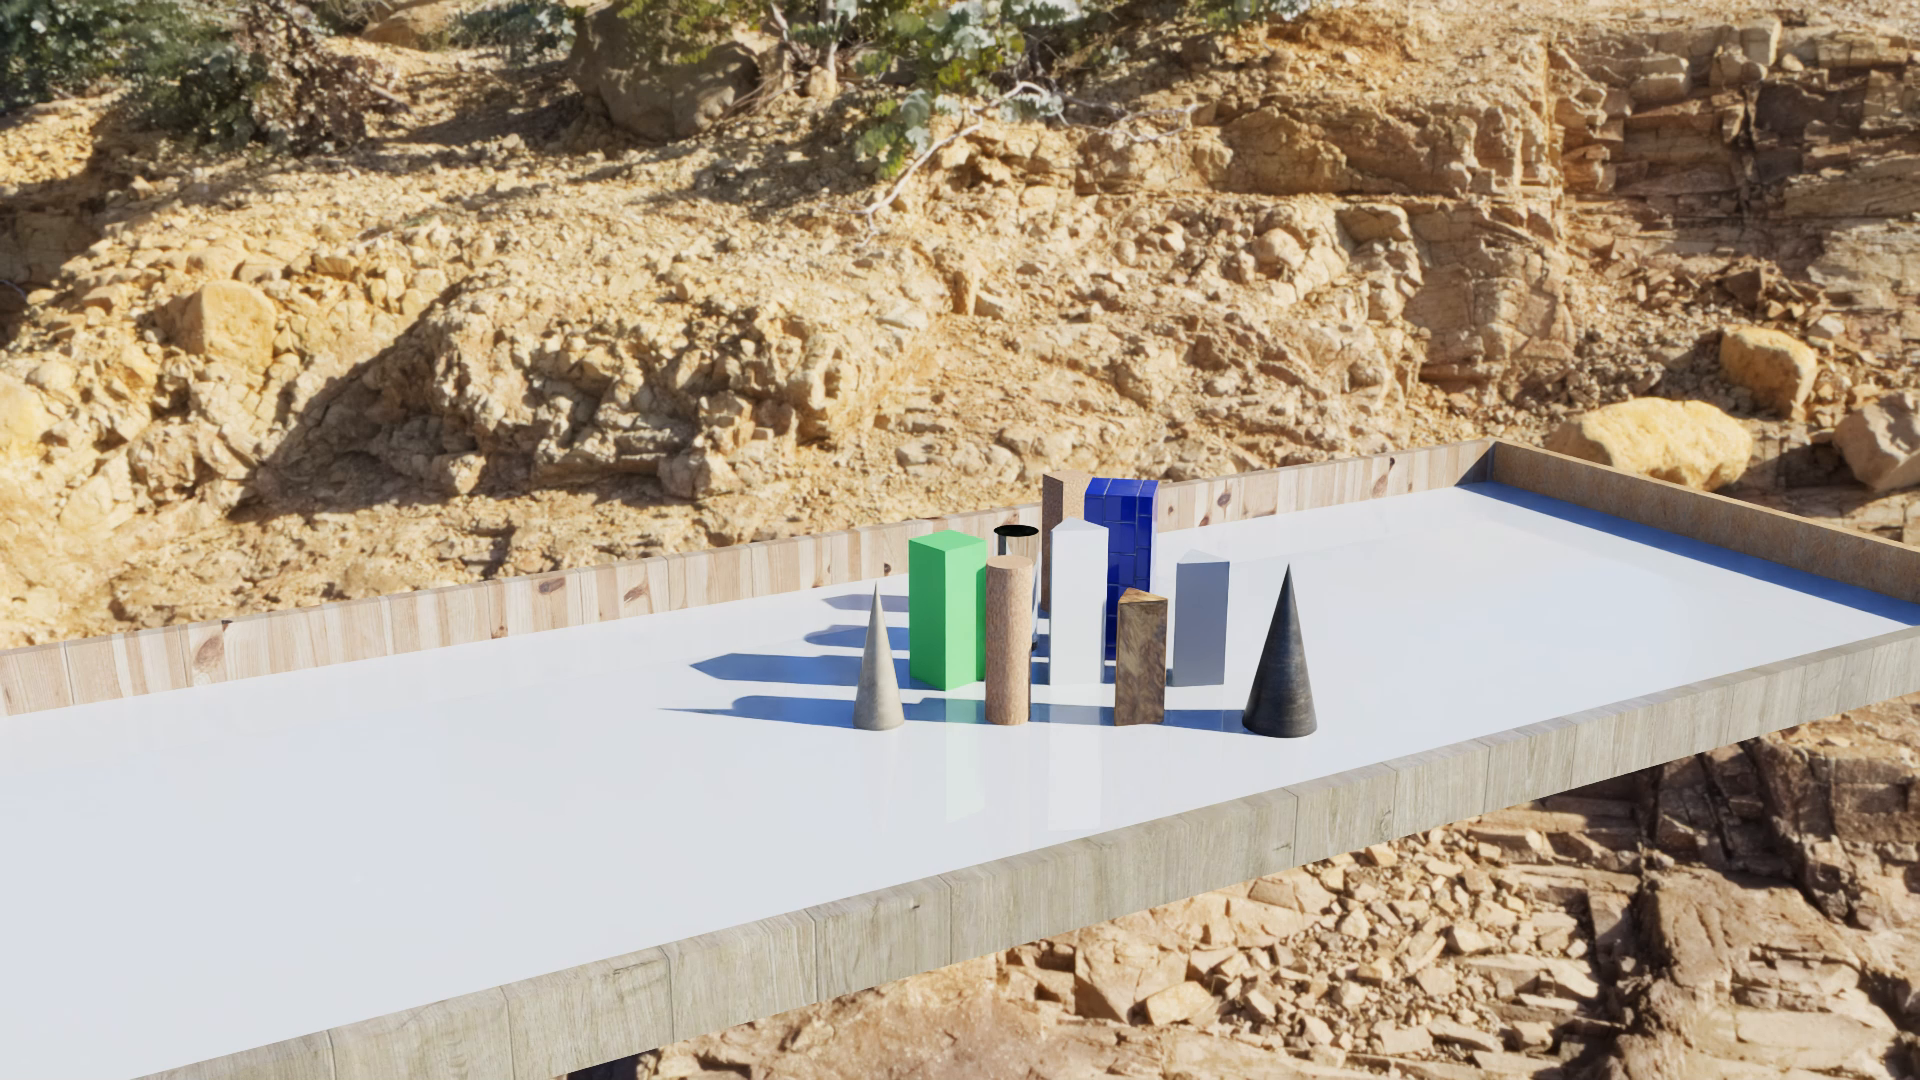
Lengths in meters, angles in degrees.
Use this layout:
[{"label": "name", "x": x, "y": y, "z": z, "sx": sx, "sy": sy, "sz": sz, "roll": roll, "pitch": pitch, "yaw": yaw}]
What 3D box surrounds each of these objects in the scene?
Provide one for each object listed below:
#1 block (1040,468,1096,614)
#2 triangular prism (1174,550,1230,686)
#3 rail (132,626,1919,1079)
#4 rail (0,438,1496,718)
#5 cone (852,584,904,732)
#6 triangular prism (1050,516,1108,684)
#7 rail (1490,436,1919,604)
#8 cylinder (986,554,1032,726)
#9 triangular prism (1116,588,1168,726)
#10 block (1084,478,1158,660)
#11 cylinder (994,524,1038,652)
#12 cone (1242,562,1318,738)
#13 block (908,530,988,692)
[{"label": "block", "x": 0.302, "y": 0.011, "z": 4.612, "sx": 0.106, "sy": 0.397, "sz": 0.106, "roll": -9, "pitch": 19, "yaw": -28}, {"label": "triangular prism", "x": 0.589, "y": 0.192, "z": 4.128, "sx": 0.133, "sy": 0.323, "sz": 0.115, "roll": -2, "pitch": 17, "yaw": -7}, {"label": "rail", "x": -2.336, "y": 1.006, "z": 1.665, "sx": 12.000, "sy": 0.150, "sz": 0.050, "roll": -9, "pitch": 18, "yaw": -27}, {"label": "rail", "x": -3.305, "y": 0.497, "z": 3.399, "sx": 12.000, "sy": 0.150, "sz": 0.050, "roll": -9, "pitch": 18, "yaw": -27}, {"label": "cone", "x": -0.193, "y": 0.259, "z": 3.852, "sx": 0.126, "sy": 0.350, "sz": 0.126, "roll": 0, "pitch": 16, "yaw": 0}, {"label": "triangular prism", "x": 0.284, "y": 0.150, "z": 4.132, "sx": 0.140, "sy": 0.401, "sz": 0.122, "roll": -2, "pitch": 17, "yaw": -7}, {"label": "rail", "x": 2.466, "y": -0.048, "z": 5.253, "sx": 0.050, "sy": 0.150, "sz": 2.100, "roll": -9, "pitch": 18, "yaw": -27}, {"label": "cylinder", "x": 0.114, "y": 0.236, "z": 3.868, "sx": 0.108, "sy": 0.386, "sz": 0.108, "roll": 0, "pitch": 16, "yaw": 0}, {"label": "triangular prism", "x": 0.411, "y": 0.272, "z": 3.887, "sx": 0.121, "sy": 0.305, "sz": 0.104, "roll": -4, "pitch": 17, "yaw": -12}, {"label": "block", "x": 0.418, "y": 0.076, "z": 4.309, "sx": 0.174, "sy": 0.443, "sz": 0.174, "roll": 3, "pitch": 17, "yaw": 11}, {"label": "cylinder", "x": 0.146, "y": 0.130, "z": 4.345, "sx": 0.119, "sy": 0.321, "sz": 0.119, "roll": 0, "pitch": 16, "yaw": 0}, {"label": "cone", "x": 0.752, "y": 0.240, "z": 3.828, "sx": 0.176, "sy": 0.400, "sz": 0.176, "roll": 0, "pitch": 16, "yaw": 0}, {"label": "block", "x": -0.030, "y": 0.174, "z": 4.122, "sx": 0.138, "sy": 0.362, "sz": 0.138, "roll": -14, "pitch": 22, "yaw": -40}]
